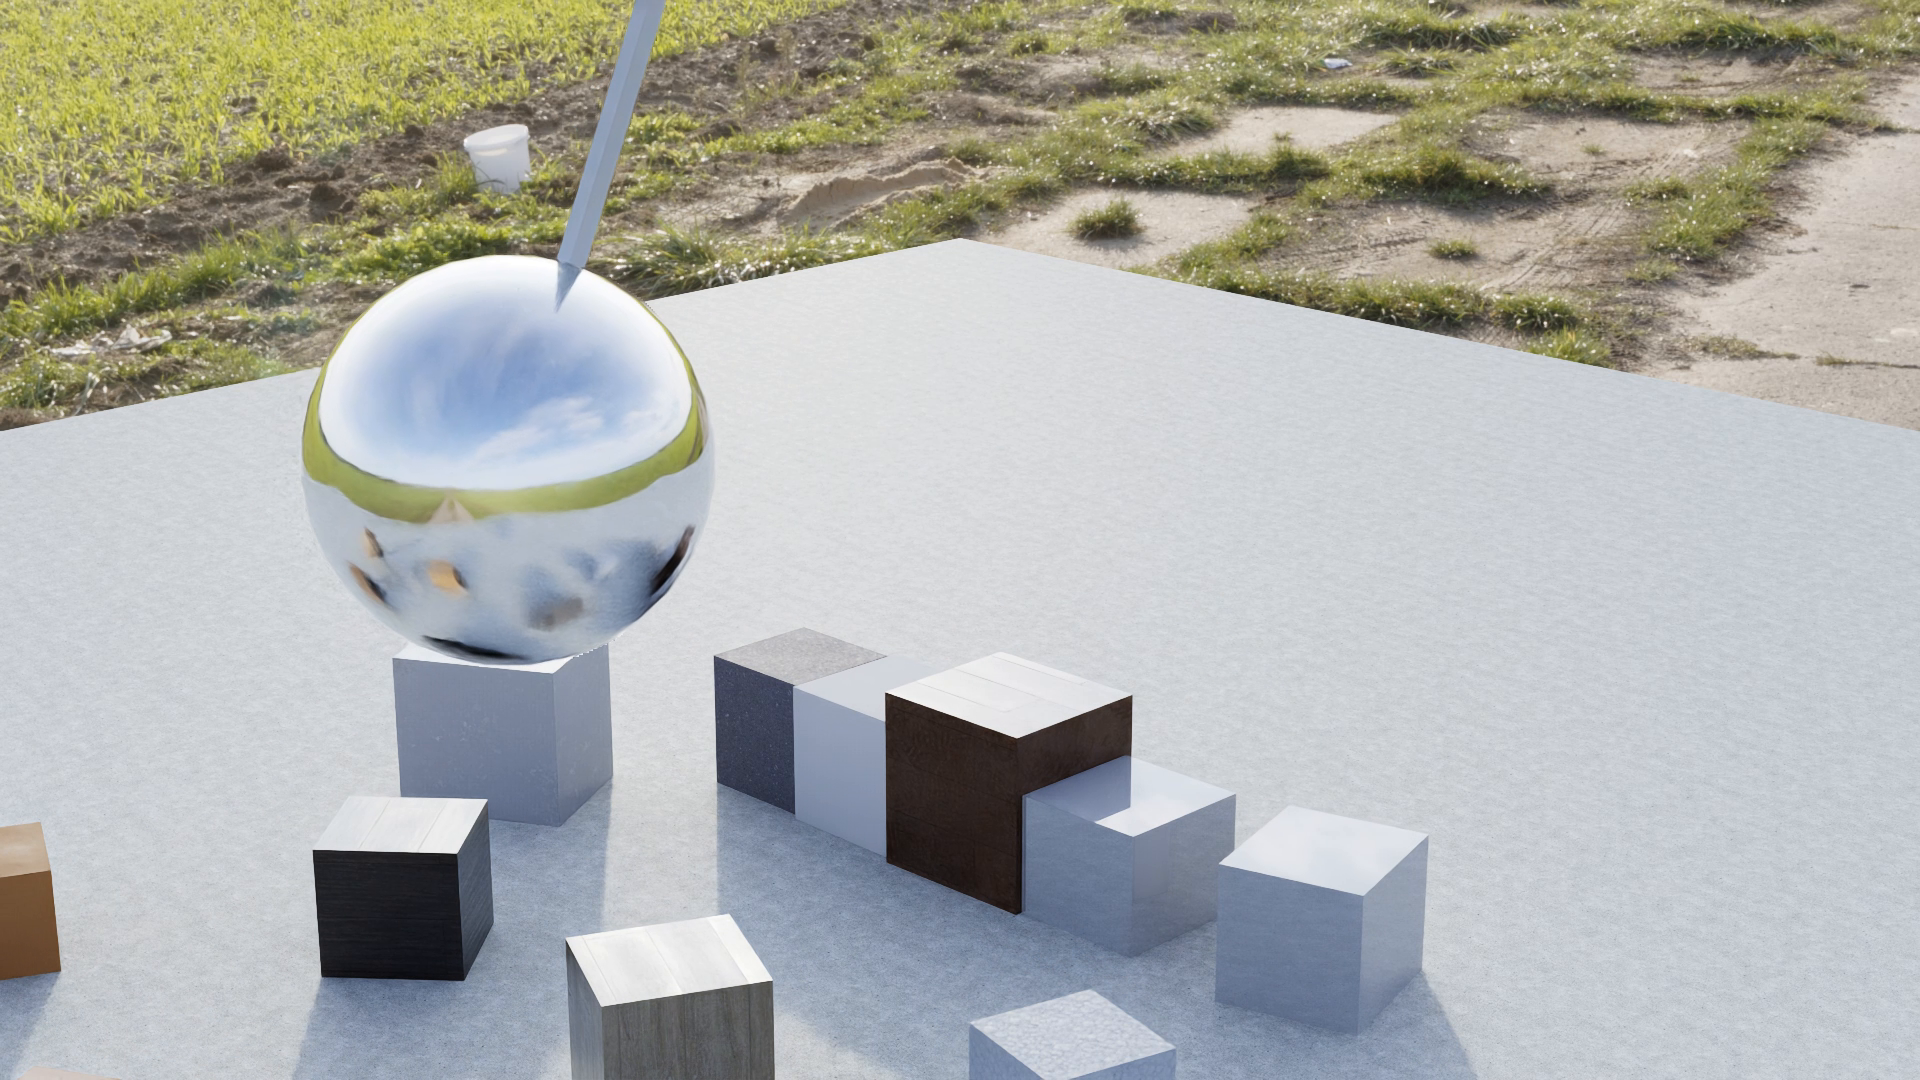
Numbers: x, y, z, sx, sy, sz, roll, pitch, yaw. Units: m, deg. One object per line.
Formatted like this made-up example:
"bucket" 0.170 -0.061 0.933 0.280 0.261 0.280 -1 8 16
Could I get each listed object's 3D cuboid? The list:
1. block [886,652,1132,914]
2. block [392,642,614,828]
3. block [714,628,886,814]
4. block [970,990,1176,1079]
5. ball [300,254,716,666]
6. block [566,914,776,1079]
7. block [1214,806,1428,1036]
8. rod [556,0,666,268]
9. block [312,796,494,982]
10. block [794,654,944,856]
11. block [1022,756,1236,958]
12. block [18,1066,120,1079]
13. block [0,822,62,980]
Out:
"block" 0.222 1.098 13.448 0.827 0.842 0.764 16 24 42
"block" -2.216 0.866 14.289 0.825 0.779 0.683 5 18 15
"block" -0.780 0.883 14.423 0.595 0.667 0.607 -17 24 -42
"block" 0.411 2.074 10.856 0.543 0.533 0.563 -10 20 -29
"ball" -1.749 -0.309 11.411 1.600 1.600 1.600 0 17 0
"block" -1.119 1.892 11.313 0.658 0.607 0.626 -6 18 -19
"block" 1.517 1.581 12.275 0.637 0.623 0.717 10 20 28
"rod" -0.758 -3.562 11.428 0.080 5.200 0.080 17 0 42
"block" -2.385 1.493 12.615 0.614 0.587 0.585 1 17 3
"block" -0.321 1.019 13.978 0.663 0.674 0.666 -16 24 -42
"block" 0.745 1.389 12.982 0.651 0.565 0.682 17 24 42
"block" -3.045 2.272 10.030 0.618 0.651 0.615 5 18 16
"block" -4.206 1.568 12.577 0.590 0.467 0.560 -7 19 -20
